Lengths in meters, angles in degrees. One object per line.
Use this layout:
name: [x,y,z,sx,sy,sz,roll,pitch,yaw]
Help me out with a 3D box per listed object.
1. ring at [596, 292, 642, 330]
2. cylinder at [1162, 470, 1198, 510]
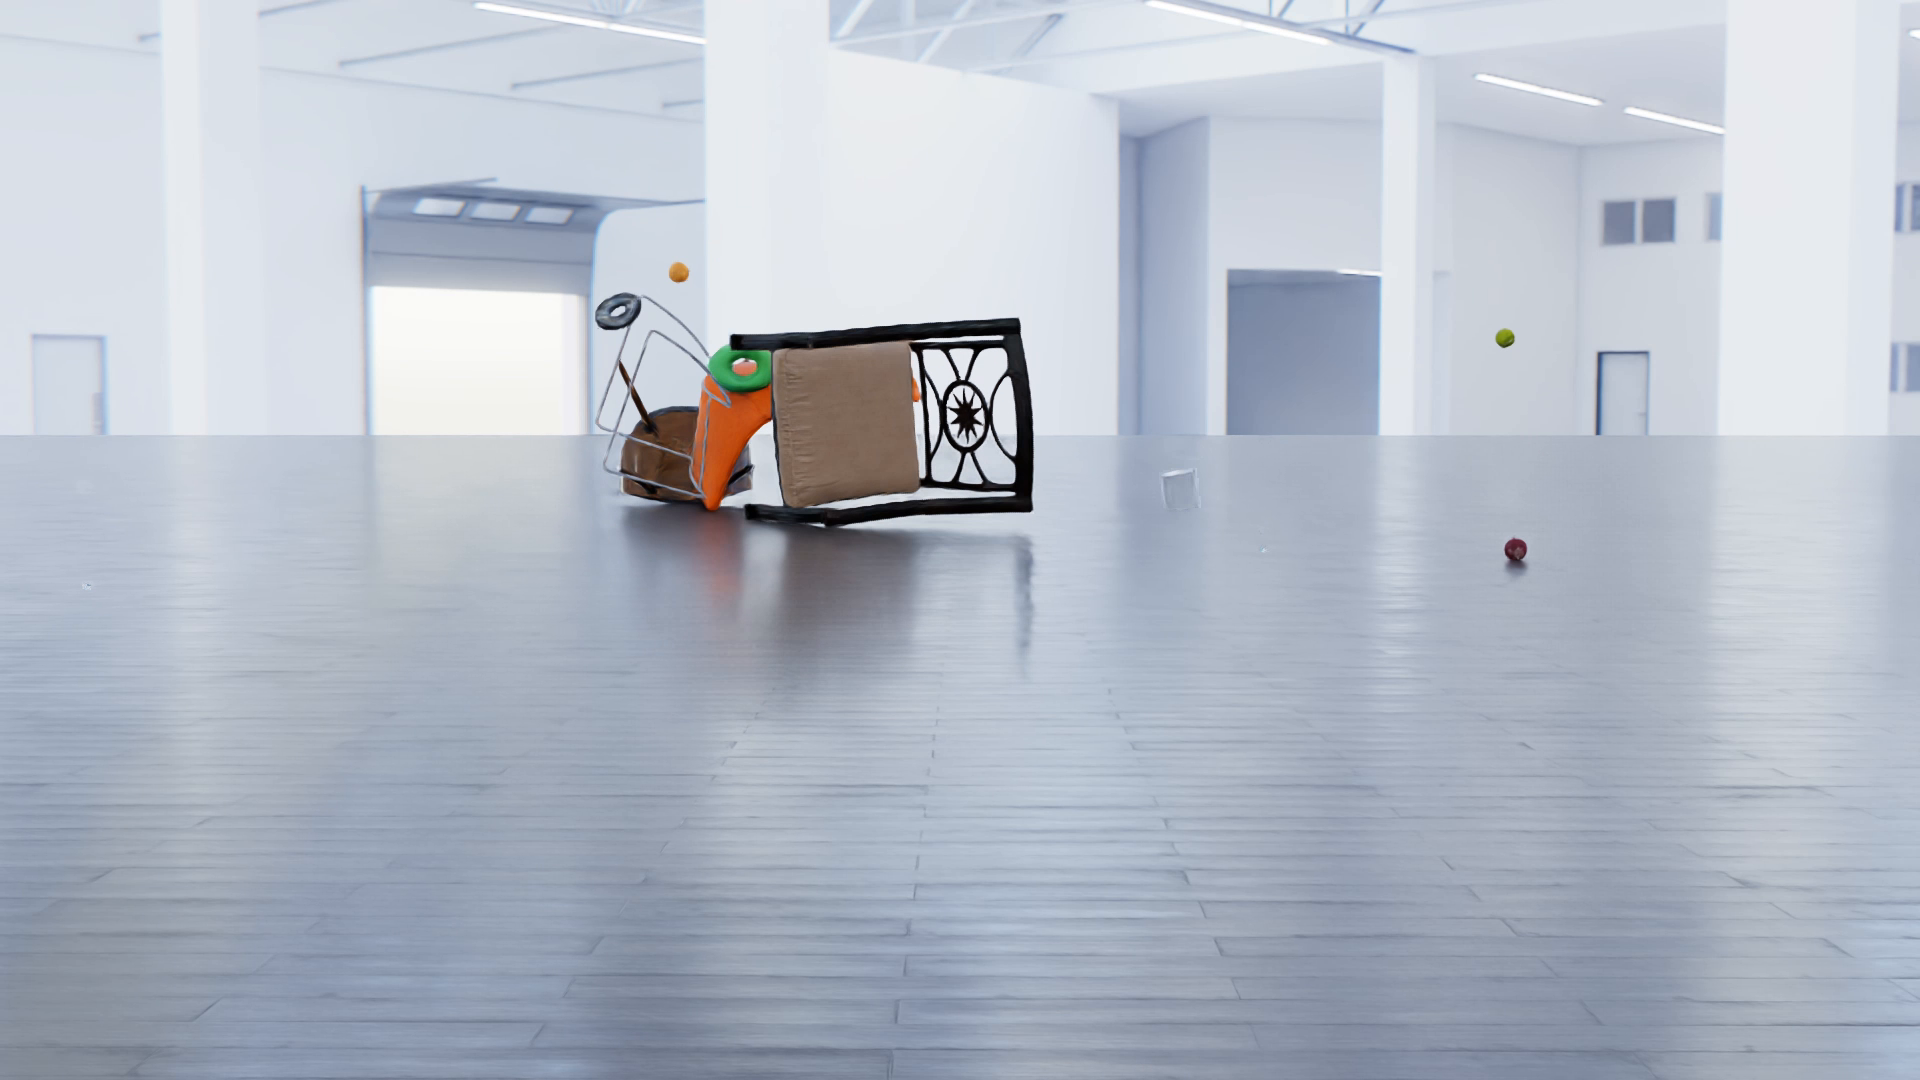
ring: [-1.290,-0.864,8.305,0.190,0.187,0.043,2,-38,22]
cylinder: [0.813,-0.185,8.127,0.145,0.130,0.097,-14,11,-37]
